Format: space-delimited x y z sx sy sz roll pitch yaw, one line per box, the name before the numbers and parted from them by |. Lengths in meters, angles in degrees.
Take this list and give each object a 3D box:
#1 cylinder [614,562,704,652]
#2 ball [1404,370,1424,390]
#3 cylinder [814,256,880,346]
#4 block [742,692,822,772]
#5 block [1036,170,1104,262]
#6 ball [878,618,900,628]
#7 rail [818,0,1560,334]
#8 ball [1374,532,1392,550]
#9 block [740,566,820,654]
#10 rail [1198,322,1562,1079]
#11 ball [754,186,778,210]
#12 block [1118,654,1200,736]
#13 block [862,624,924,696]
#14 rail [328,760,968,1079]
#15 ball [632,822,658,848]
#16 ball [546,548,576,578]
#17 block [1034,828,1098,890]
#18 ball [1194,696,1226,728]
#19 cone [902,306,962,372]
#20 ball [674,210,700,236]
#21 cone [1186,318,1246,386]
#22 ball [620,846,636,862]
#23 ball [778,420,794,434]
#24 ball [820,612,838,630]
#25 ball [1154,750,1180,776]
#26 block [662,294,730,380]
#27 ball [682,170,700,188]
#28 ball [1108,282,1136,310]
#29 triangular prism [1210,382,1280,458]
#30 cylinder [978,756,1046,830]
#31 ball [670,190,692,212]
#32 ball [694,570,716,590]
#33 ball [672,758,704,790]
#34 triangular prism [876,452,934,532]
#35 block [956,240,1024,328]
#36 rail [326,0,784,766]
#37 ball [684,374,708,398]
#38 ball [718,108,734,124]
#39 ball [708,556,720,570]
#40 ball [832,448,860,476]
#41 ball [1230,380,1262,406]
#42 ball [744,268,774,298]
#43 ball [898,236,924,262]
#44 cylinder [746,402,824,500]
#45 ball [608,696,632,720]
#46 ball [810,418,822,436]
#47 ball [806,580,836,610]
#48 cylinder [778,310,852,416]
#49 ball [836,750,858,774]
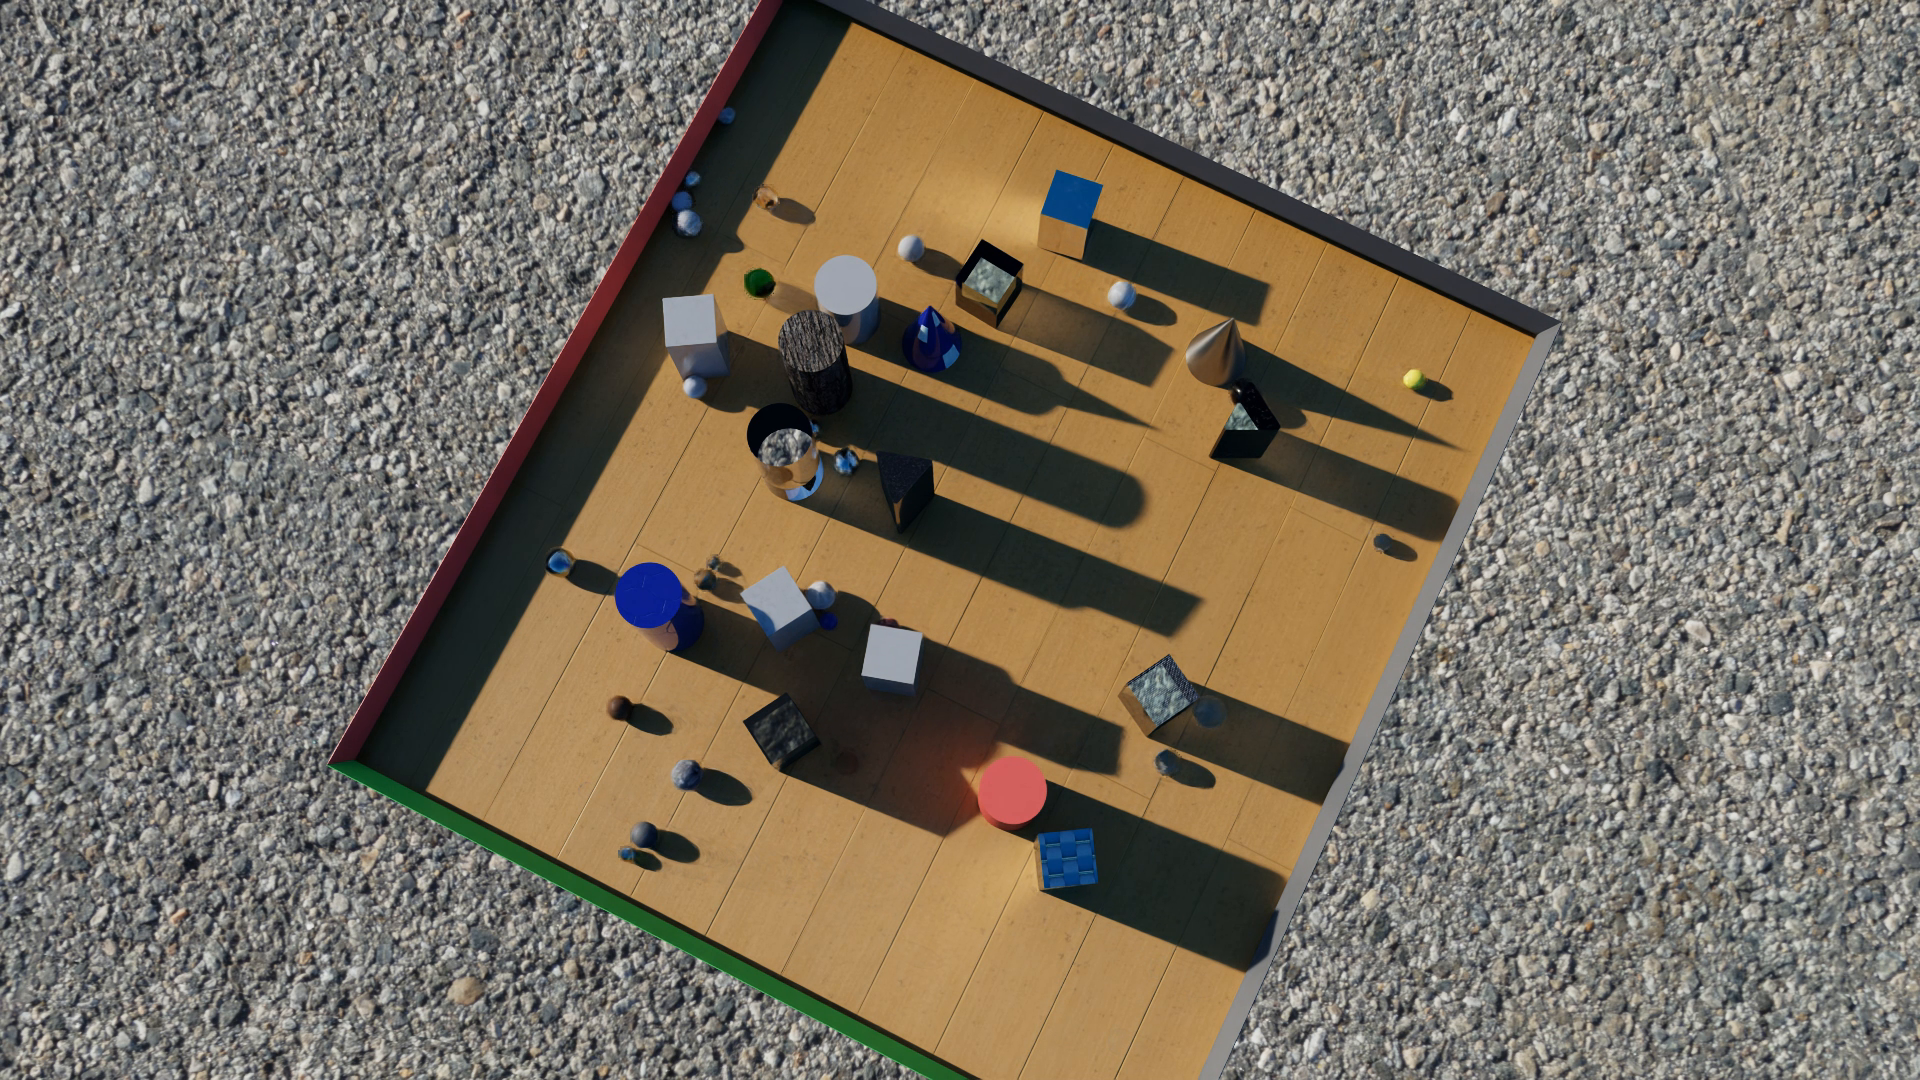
cylinder | -0.870 0.201 5.341 0.188 0.457 0.188 0 78 0
ball | 1.410 -0.499 5.688 0.063 0.063 0.063 0 78 0
cylinder | -0.342 -0.732 5.618 0.188 0.294 0.188 0 78 0
block | -0.519 0.565 5.371 0.150 0.252 0.150 -33 80 -7
block | 0.339 -1.003 5.681 0.150 0.279 0.150 19 79 4
ball | -0.218 0.268 5.526 0.070 0.070 0.070 0 78 0
rail | 0.631 -1.230 5.807 2.708 0.122 0.045 26 80 5
ball | 1.288 0.006 5.587 0.055 0.055 0.055 0 78 0
block | -0.527 0.208 5.406 0.150 0.327 0.150 -33 80 -6
rail | 1.190 0.589 5.431 0.045 0.122 2.870 26 80 5
ball | -0.613 -1.083 5.802 0.075 0.075 0.075 0 78 0
block | 0.578 0.459 5.366 0.150 0.306 0.150 -34 80 -7
block | -0.194 0.357 5.386 0.150 0.307 0.150 10 78 2
rail | -0.631 1.243 5.296 2.708 0.122 0.045 26 80 5
ball | -0.928 0.870 5.397 0.078 0.078 0.078 0 78 0
ball | -1.211 0.070 5.556 0.090 0.090 0.090 0 78 0
block | 0.299 0.916 5.243 0.150 0.360 0.150 -6 78 -1
ball | 0.744 0.514 5.463 0.093 0.093 0.093 0 78 0
cone | -0.088 -0.653 5.563 0.188 0.369 0.188 0 78 0
ball | -0.860 -0.999 5.780 0.085 0.085 0.085 0 78 0
cone | 0.801 -0.611 5.542 0.188 0.394 0.188 0 78 0
ball | -0.977 0.925 5.401 0.048 0.048 0.048 0 78 0
ball | -0.540 -0.349 5.665 0.047 0.047 0.047 0 78 0
ball | -0.397 0.245 5.537 0.055 0.055 0.055 0 78 0
ball | 0.615 0.661 5.442 0.074 0.074 0.074 0 78 0
block | -0.797 -0.613 5.570 0.150 0.339 0.150 -5 78 -1
ball | -0.853 -1.148 5.824 0.058 0.058 0.058 0 78 0
ball | 0.506 -0.765 5.730 0.087 0.087 0.087 0 78 0
triangular prism | 0.851 -0.360 5.518 0.163 0.339 0.141 0 78 0
cylinder | 0.147 0.732 5.272 0.188 0.378 0.188 0 78 0
ball | -0.881 -1.070 5.803 0.069 0.069 0.069 0 78 0
ball | -0.772 0.122 5.558 0.065 0.065 0.065 0 78 0
ball | -0.807 0.694 5.426 0.091 0.091 0.091 0 78 0
triangular prism | -0.185 -0.167 5.438 0.141 0.417 0.163 40 81 8
block | 0.089 -0.787 5.654 0.150 0.245 0.150 32 80 6
rail | -1.190 -0.576 5.672 0.045 0.122 2.870 26 80 5
ball | -0.818 -0.475 5.677 0.073 0.073 0.073 0 78 0
ball | -0.750 -1.359 5.870 0.054 0.054 0.054 0 78 0
ball | -0.750 0.070 5.581 0.040 0.040 0.040 0 78 0
ball | -0.352 -0.240 5.623 0.085 0.085 0.085 0 78 0
ball | 0.883 -0.449 5.661 0.094 0.094 0.094 0 78 0
ball | -0.627 -0.802 5.734 0.094 0.094 0.094 0 78 0
ball | -0.154 -0.914 5.763 0.083 0.083 0.083 0 78 0
cylinder | -0.515 -0.257 5.447 0.188 0.437 0.188 0 78 0
ball | -1.015 0.502 5.474 0.075 0.075 0.075 0 78 0
ball | -0.456 -0.346 5.659 0.057 0.057 0.057 0 78 0
ball | -0.420 0.167 5.537 0.088 0.088 0.088 0 78 0
cylinder | -0.429 -0.525 5.489 0.188 0.462 0.188 0 78 0
ball | -0.336 0.659 5.446 0.067 0.067 0.067 0 78 0
